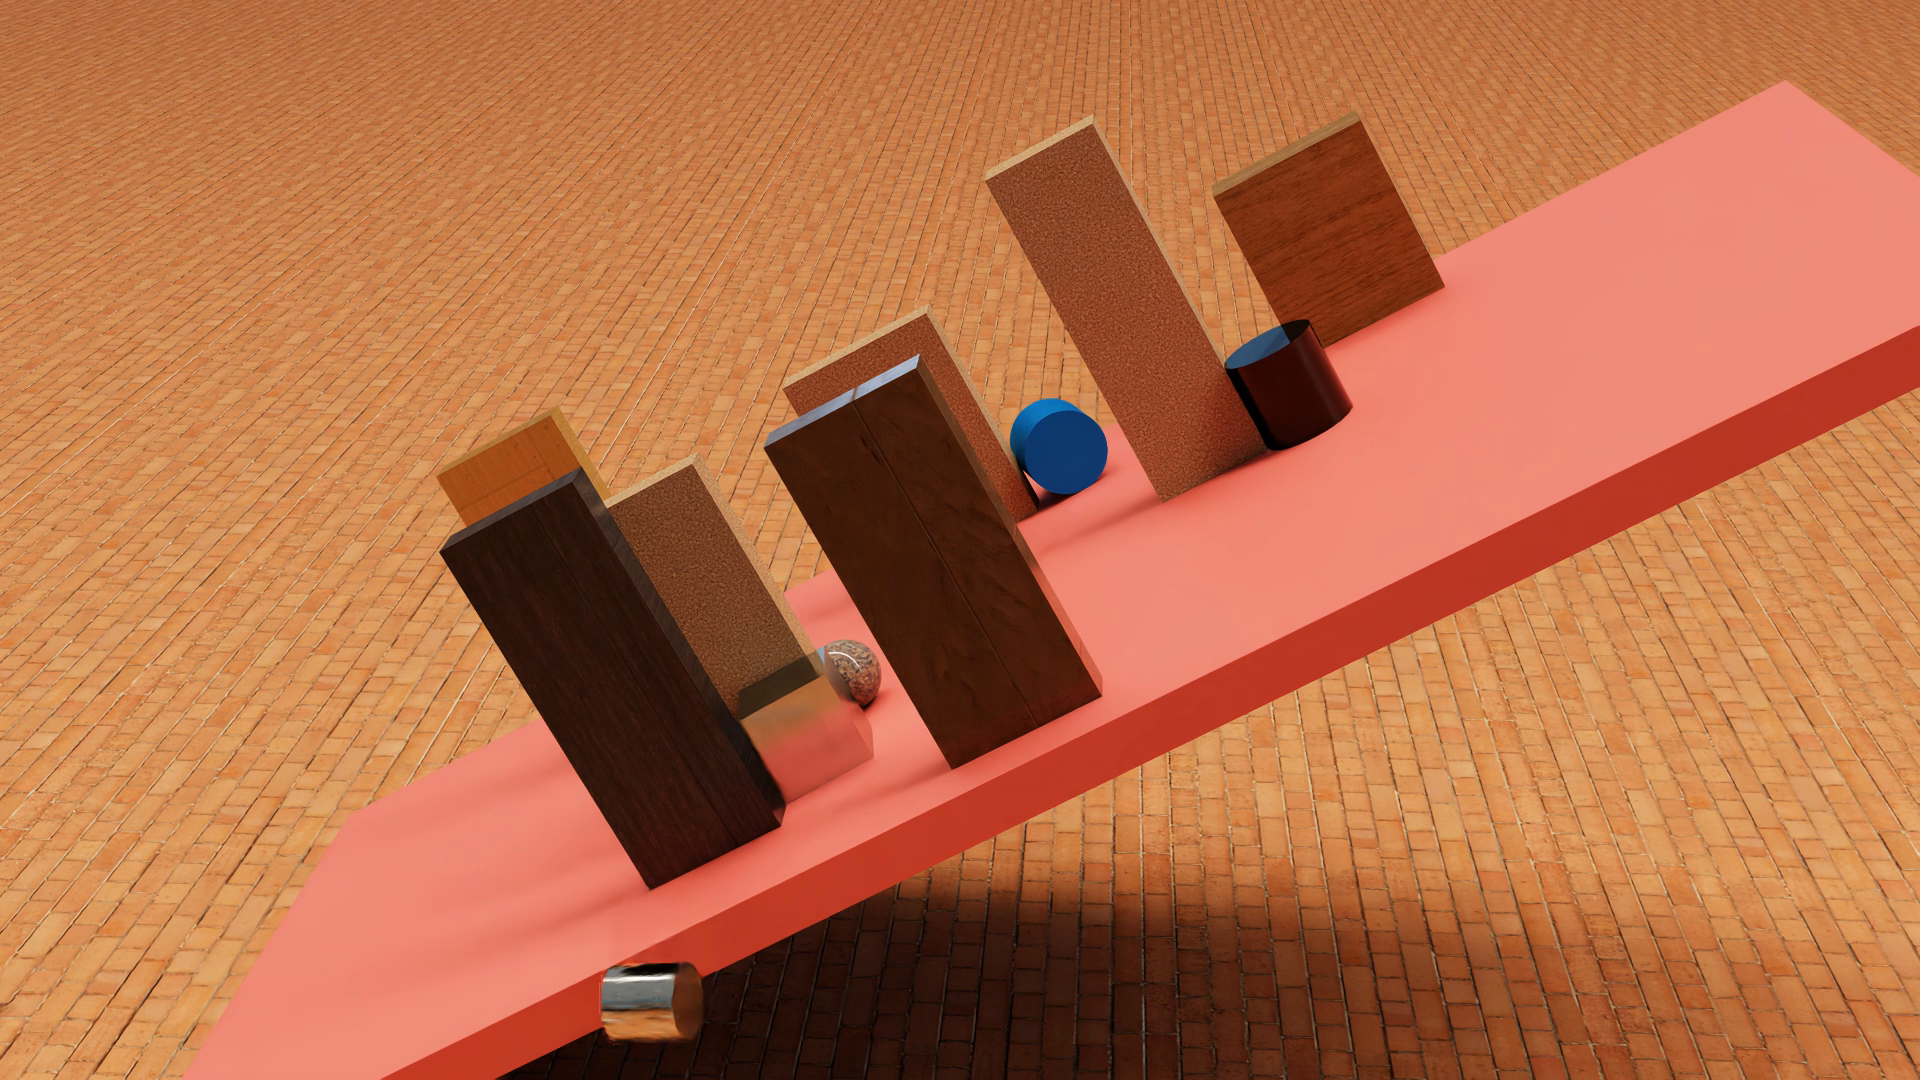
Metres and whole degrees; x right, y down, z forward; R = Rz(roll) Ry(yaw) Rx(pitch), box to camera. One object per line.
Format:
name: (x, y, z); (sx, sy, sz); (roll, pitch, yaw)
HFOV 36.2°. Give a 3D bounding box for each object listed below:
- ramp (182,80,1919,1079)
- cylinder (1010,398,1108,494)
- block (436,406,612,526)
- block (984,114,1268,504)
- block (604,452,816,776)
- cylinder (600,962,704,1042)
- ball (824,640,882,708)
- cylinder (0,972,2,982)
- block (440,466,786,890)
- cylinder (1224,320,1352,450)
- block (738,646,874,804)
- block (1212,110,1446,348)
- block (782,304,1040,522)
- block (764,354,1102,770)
ramp: (0.141, 0.167, 6.282); (4.000, 0.100, 2.000); (-27, 14, 11)
cylinder: (0.229, -0.219, 6.843); (0.195, 0.195, 0.195); (-3, 11, -9)
block: (-0.873, 0.092, 6.792); (0.308, 0.756, 0.088); (-27, 14, 11)
block: (0.359, -0.489, 6.275); (0.255, 0.799, 0.116); (-27, 14, 11)
block: (-0.543, 0.198, 5.983); (0.395, 0.653, 0.090); (-27, 14, 11)
cylinder: (-0.559, 0.841, 5.352); (0.141, 0.141, 0.141); (-5, 16, 18)
ball: (-0.238, 0.282, 6.120); (0.152, 0.152, 0.152); (0, 18, 0)
cylinder: (-2.267, 1.020, 6.702); (0.127, 0.127, 0.127); (0, 19, 0)
block: (-0.664, 0.273, 5.682); (0.297, 0.789, 0.103); (-27, 14, 11)
cylinder: (0.701, -0.331, 6.275); (0.204, 0.204, 0.204); (-28, 14, 8)
block: (-0.308, 0.368, 5.867); (0.197, 0.197, 0.197); (-29, 14, 4)
block: (0.849, -0.703, 6.792); (0.372, 0.436, 0.142); (-27, 14, 11)
block: (-0.111, -0.221, 6.821); (0.379, 0.535, 0.099); (-27, 14, 11)
block: (-0.044, 0.046, 5.410); (0.316, 0.707, 0.102); (-27, 14, 11)
